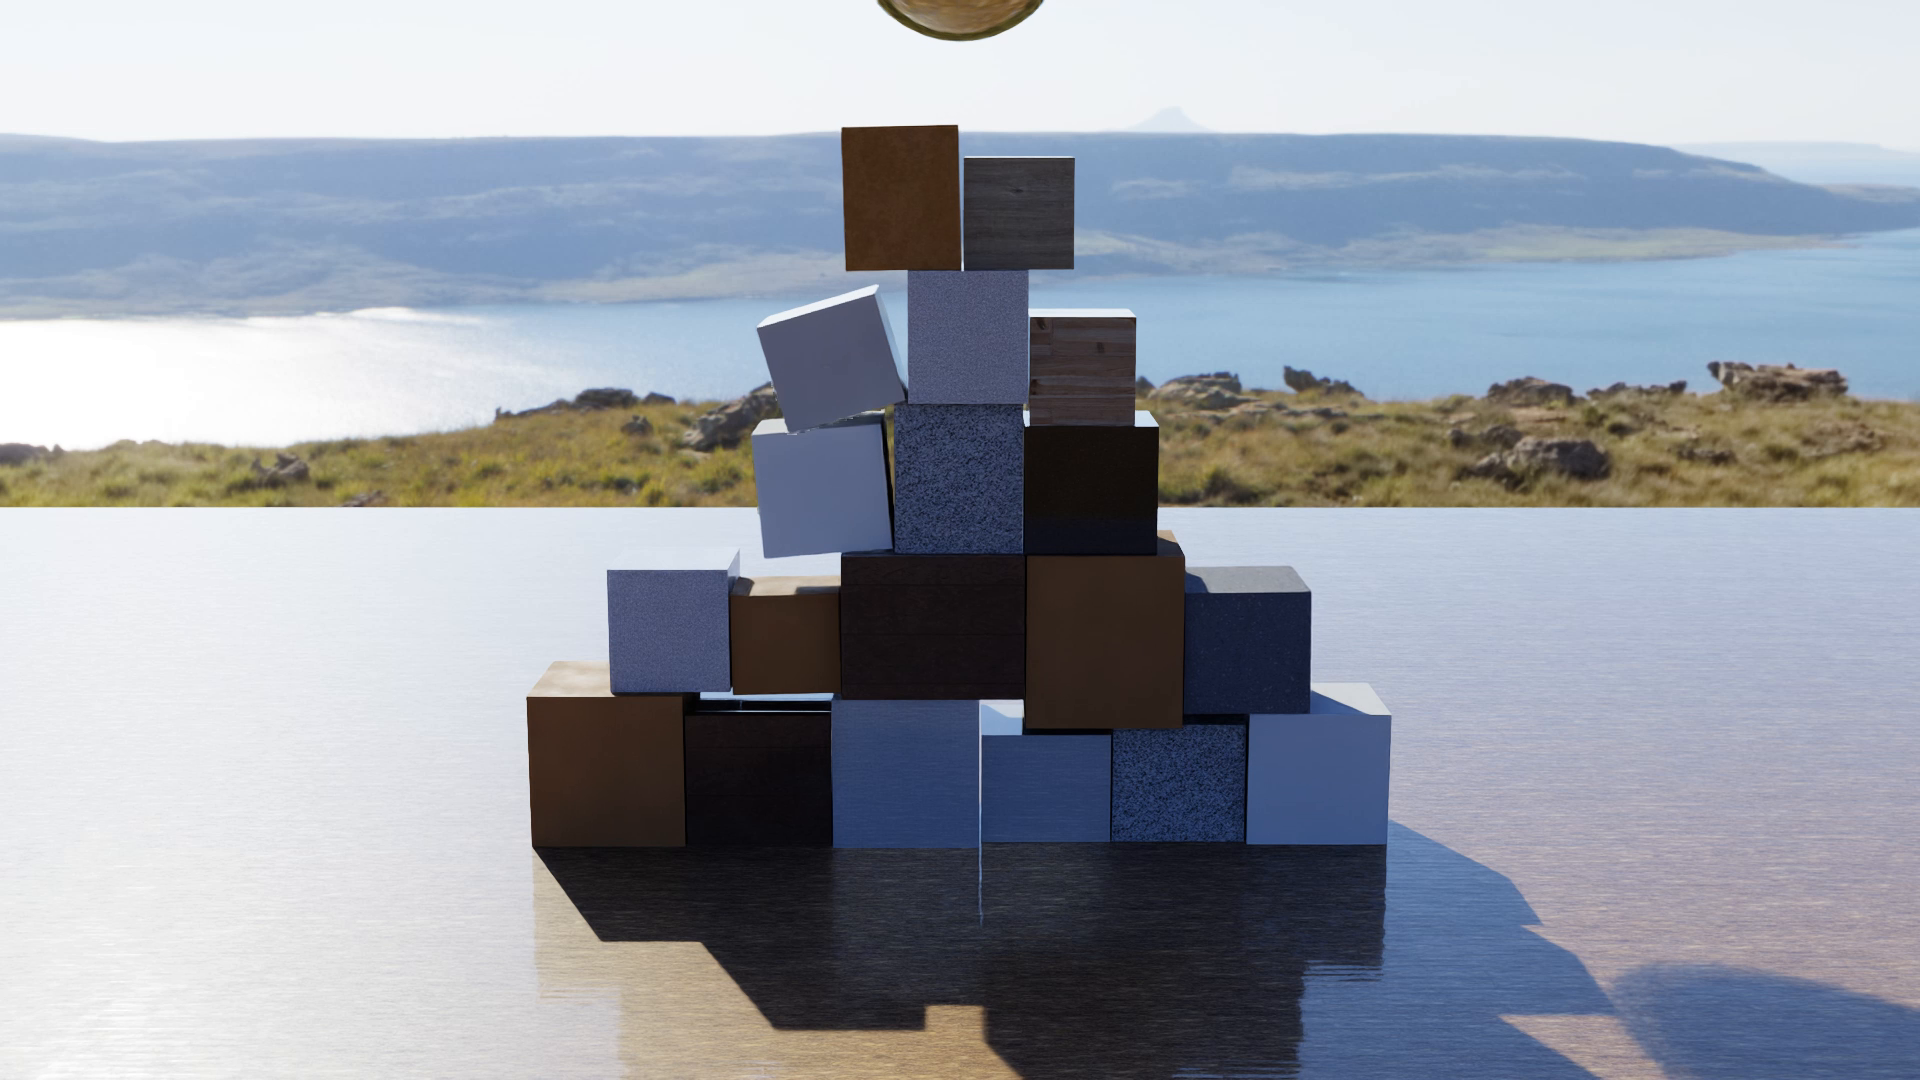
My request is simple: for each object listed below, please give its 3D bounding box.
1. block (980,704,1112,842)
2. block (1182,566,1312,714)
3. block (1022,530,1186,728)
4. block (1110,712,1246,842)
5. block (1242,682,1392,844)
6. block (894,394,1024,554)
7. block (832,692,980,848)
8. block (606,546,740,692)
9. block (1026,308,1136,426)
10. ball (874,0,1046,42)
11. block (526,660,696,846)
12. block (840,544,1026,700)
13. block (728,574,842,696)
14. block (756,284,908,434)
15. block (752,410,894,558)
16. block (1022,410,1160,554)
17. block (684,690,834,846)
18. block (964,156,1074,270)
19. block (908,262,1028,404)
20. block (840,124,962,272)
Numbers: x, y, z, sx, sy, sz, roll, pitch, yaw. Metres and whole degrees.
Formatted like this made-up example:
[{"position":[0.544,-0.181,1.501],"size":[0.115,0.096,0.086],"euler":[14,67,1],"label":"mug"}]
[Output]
[{"position":[0.434,1.201,11.395],"size":[0.652,0.560,0.605],"euler":[0,10,0],"label":"block"},{"position":[1.432,0.504,11.291],"size":[0.633,0.619,0.679],"euler":[-1,10,0],"label":"block"},{"position":[0.720,0.444,11.277],"size":[0.781,0.874,0.756],"euler":[0,10,0],"label":"block"},{"position":[1.104,1.172,11.414],"size":[0.669,0.609,0.638],"euler":[0,10,0],"label":"block"},{"position":[1.803,1.147,11.372],"size":[0.710,0.675,0.654],"euler":[0,10,0],"label":"block"},{"position":[-0.007,-0.361,11.134],"size":[0.633,0.752,0.642],"euler":[0,10,0],"label":"block"},{"position":[-0.270,1.100,11.379],"size":[0.734,0.764,0.800],"euler":[0,10,0],"label":"block"},{"position":[-1.454,0.400,11.271],"size":[0.600,0.627,0.617],"euler":[0,10,0],"label":"block"},{"position":[0.600,-0.872,11.013],"size":[0.518,0.531,0.528],"euler":[0,10,0],"label":"block"},{"position":[0.000,-4.346,15.579],"size":[1.600,1.600,1.600],"euler":[0,10,0],"label":"ball"},{"position":[-1.770,1.093,11.382],"size":[0.776,0.777,0.763],"euler":[0,10,0],"label":"block"},{"position":[-0.134,0.368,11.247],"size":[0.907,0.723,0.784],"euler":[0,10,0],"label":"block"},{"position":[-0.875,0.481,11.254],"size":[0.545,0.509,0.491],"euler":[-1,10,0],"label":"block"},{"position":[-0.626,-0.914,11.001],"size":[0.596,0.537,0.673],"euler":[-16,10,3],"label":"block"},{"position":[-0.681,-0.290,11.144],"size":[0.641,0.622,0.582],"euler":[-5,10,1],"label":"block"},{"position":[0.647,-0.298,11.124],"size":[0.655,0.640,0.629],"euler":[0,10,0],"label":"block"},{"position":[-1.009,1.141,11.391],"size":[0.725,0.679,0.759],"euler":[0,10,0],"label":"block"},{"position":[0.286,-1.625,10.894],"size":[0.535,0.538,0.513],"euler":[0,10,0],"label":"block"},{"position":[0.039,-1.041,10.979],"size":[0.584,0.642,0.695],"euler":[0,10,0],"label":"block"},{"position":[-0.281,-1.697,10.870],"size":[0.562,0.688,0.591],"euler":[-1,10,0],"label":"block"}]
